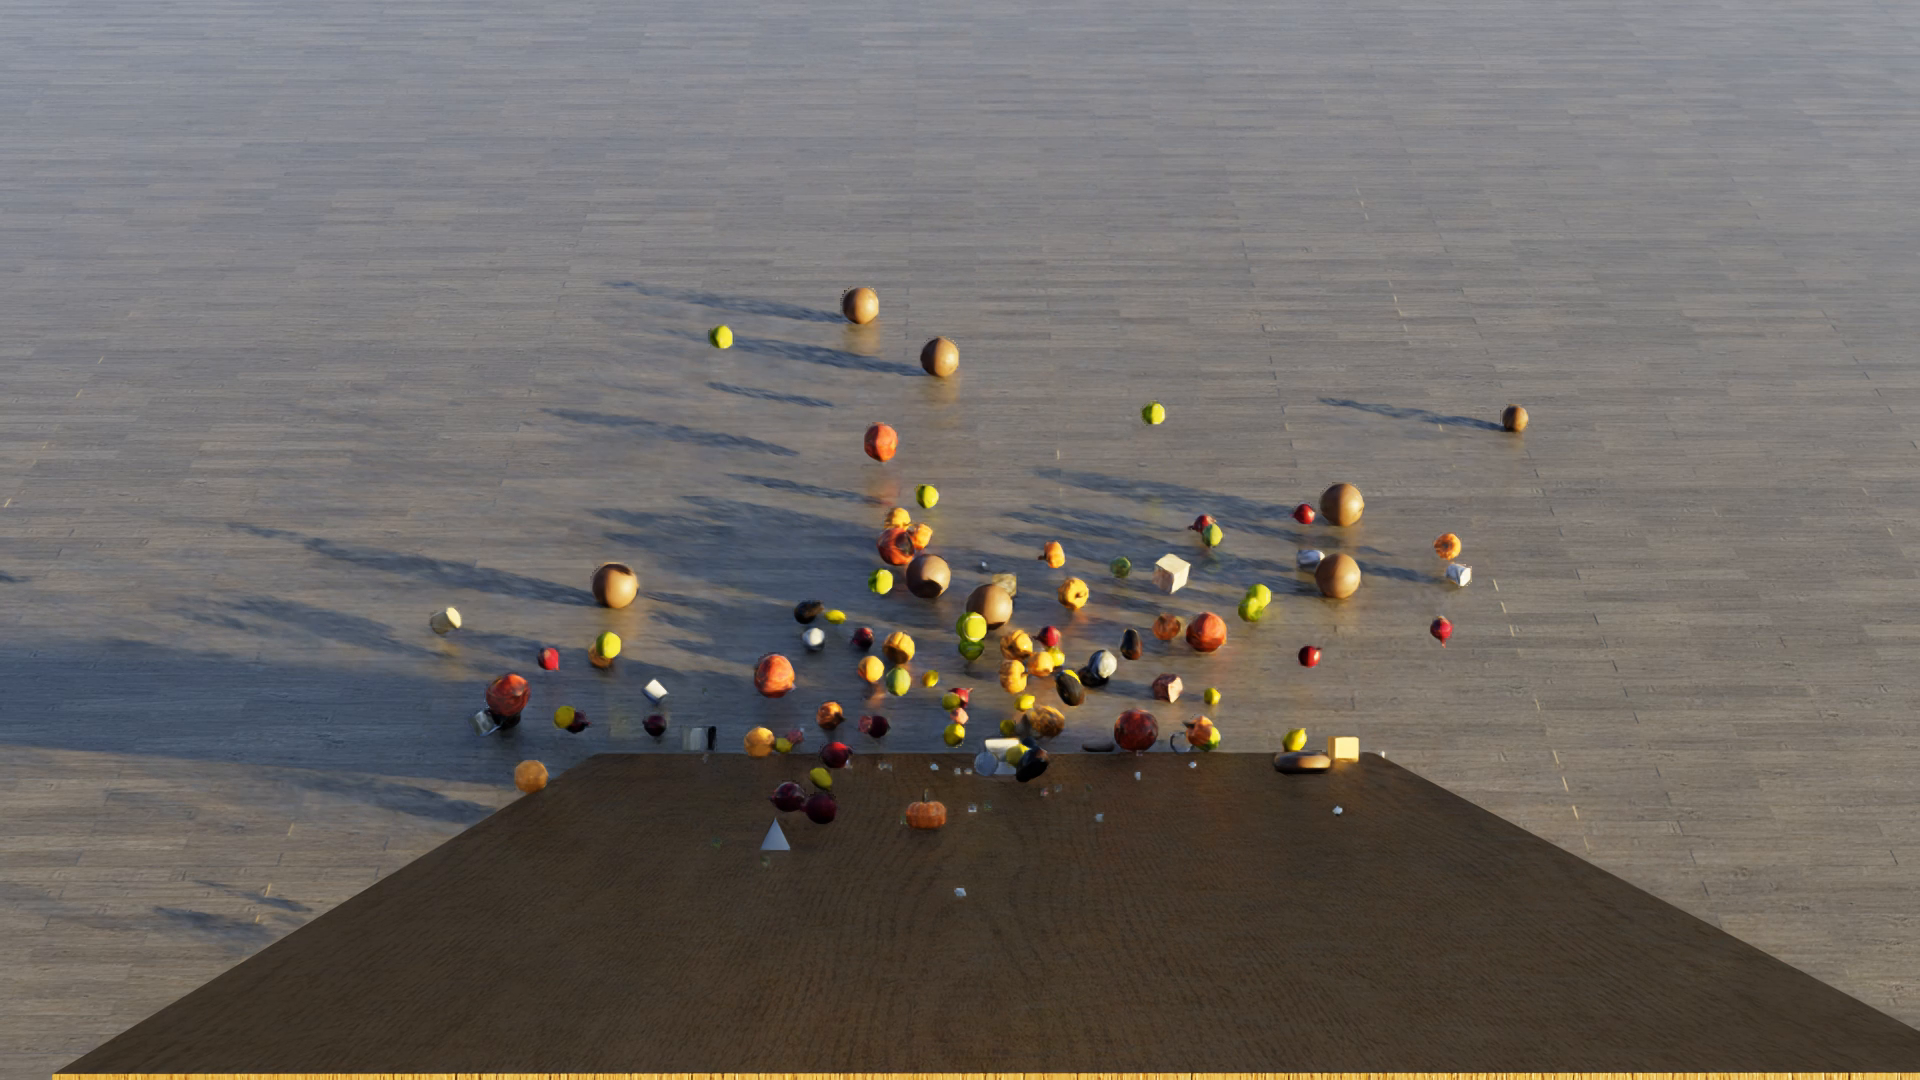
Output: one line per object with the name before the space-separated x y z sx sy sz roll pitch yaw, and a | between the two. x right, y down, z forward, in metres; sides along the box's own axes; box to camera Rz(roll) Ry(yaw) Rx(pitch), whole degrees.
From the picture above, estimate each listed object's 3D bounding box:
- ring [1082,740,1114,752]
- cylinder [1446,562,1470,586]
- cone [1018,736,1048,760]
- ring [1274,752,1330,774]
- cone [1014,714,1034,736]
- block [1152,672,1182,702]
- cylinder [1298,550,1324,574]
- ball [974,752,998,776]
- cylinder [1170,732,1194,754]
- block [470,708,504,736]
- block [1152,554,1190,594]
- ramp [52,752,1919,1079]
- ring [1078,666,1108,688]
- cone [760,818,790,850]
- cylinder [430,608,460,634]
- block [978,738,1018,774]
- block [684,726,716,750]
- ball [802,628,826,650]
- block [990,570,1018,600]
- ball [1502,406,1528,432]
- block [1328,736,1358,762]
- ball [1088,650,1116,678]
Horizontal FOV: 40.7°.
ring | 0.358 0.534 6.694 0.084 0.028 0.084 4 -2 0
cylinder | 1.452 0.099 7.542 0.053 0.053 0.053 28 40 35
cone | 0.192 0.527 6.401 0.067 0.067 0.067 23 37 37
ring | 0.805 0.526 6.100 0.134 0.045 0.134 0 1 0
cone | 0.172 0.484 6.884 0.057 0.057 0.057 0 30 0
block | 0.563 0.400 7.020 0.054 0.054 0.054 14 35 40
cylinder | 1.028 0.064 7.589 0.066 0.066 0.066 2 29 17
ball | 0.061 0.520 6.009 0.056 0.056 0.056 0 30 0
cylinder | 0.572 0.520 6.655 0.055 0.055 0.055 10 2 16
block | -1.255 0.483 6.849 0.053 0.053 0.053 -32 -8 22
block | 0.605 0.096 7.433 0.071 0.071 0.071 32 44 26
ramp | 0.067 0.598 4.656 2.000 0.100 4.000 0 0 0
ring | 0.365 0.374 7.103 0.087 0.029 0.087 -1 29 0
cone | -0.328 0.521 4.596 0.055 0.055 0.055 0 0 0
cylinder | -1.445 0.228 7.267 0.060 0.060 0.060 -23 24 20
block | 0.090 0.508 6.086 0.080 0.080 0.080 0 0 -12
block | -0.682 0.520 6.780 0.061 0.061 0.061 -3 -5 37
ball | -0.409 0.277 7.234 0.065 0.065 0.065 0 30 0
block | 0.128 0.128 7.460 0.069 0.069 0.069 5 8 3
ball | 1.797 -0.394 8.378 0.084 0.084 0.084 0 30 0
block | 0.951 0.519 6.434 0.058 0.058 0.058 0 0 -12
ball | 0.353 0.306 6.396 0.068 0.068 0.068 0 30 0
